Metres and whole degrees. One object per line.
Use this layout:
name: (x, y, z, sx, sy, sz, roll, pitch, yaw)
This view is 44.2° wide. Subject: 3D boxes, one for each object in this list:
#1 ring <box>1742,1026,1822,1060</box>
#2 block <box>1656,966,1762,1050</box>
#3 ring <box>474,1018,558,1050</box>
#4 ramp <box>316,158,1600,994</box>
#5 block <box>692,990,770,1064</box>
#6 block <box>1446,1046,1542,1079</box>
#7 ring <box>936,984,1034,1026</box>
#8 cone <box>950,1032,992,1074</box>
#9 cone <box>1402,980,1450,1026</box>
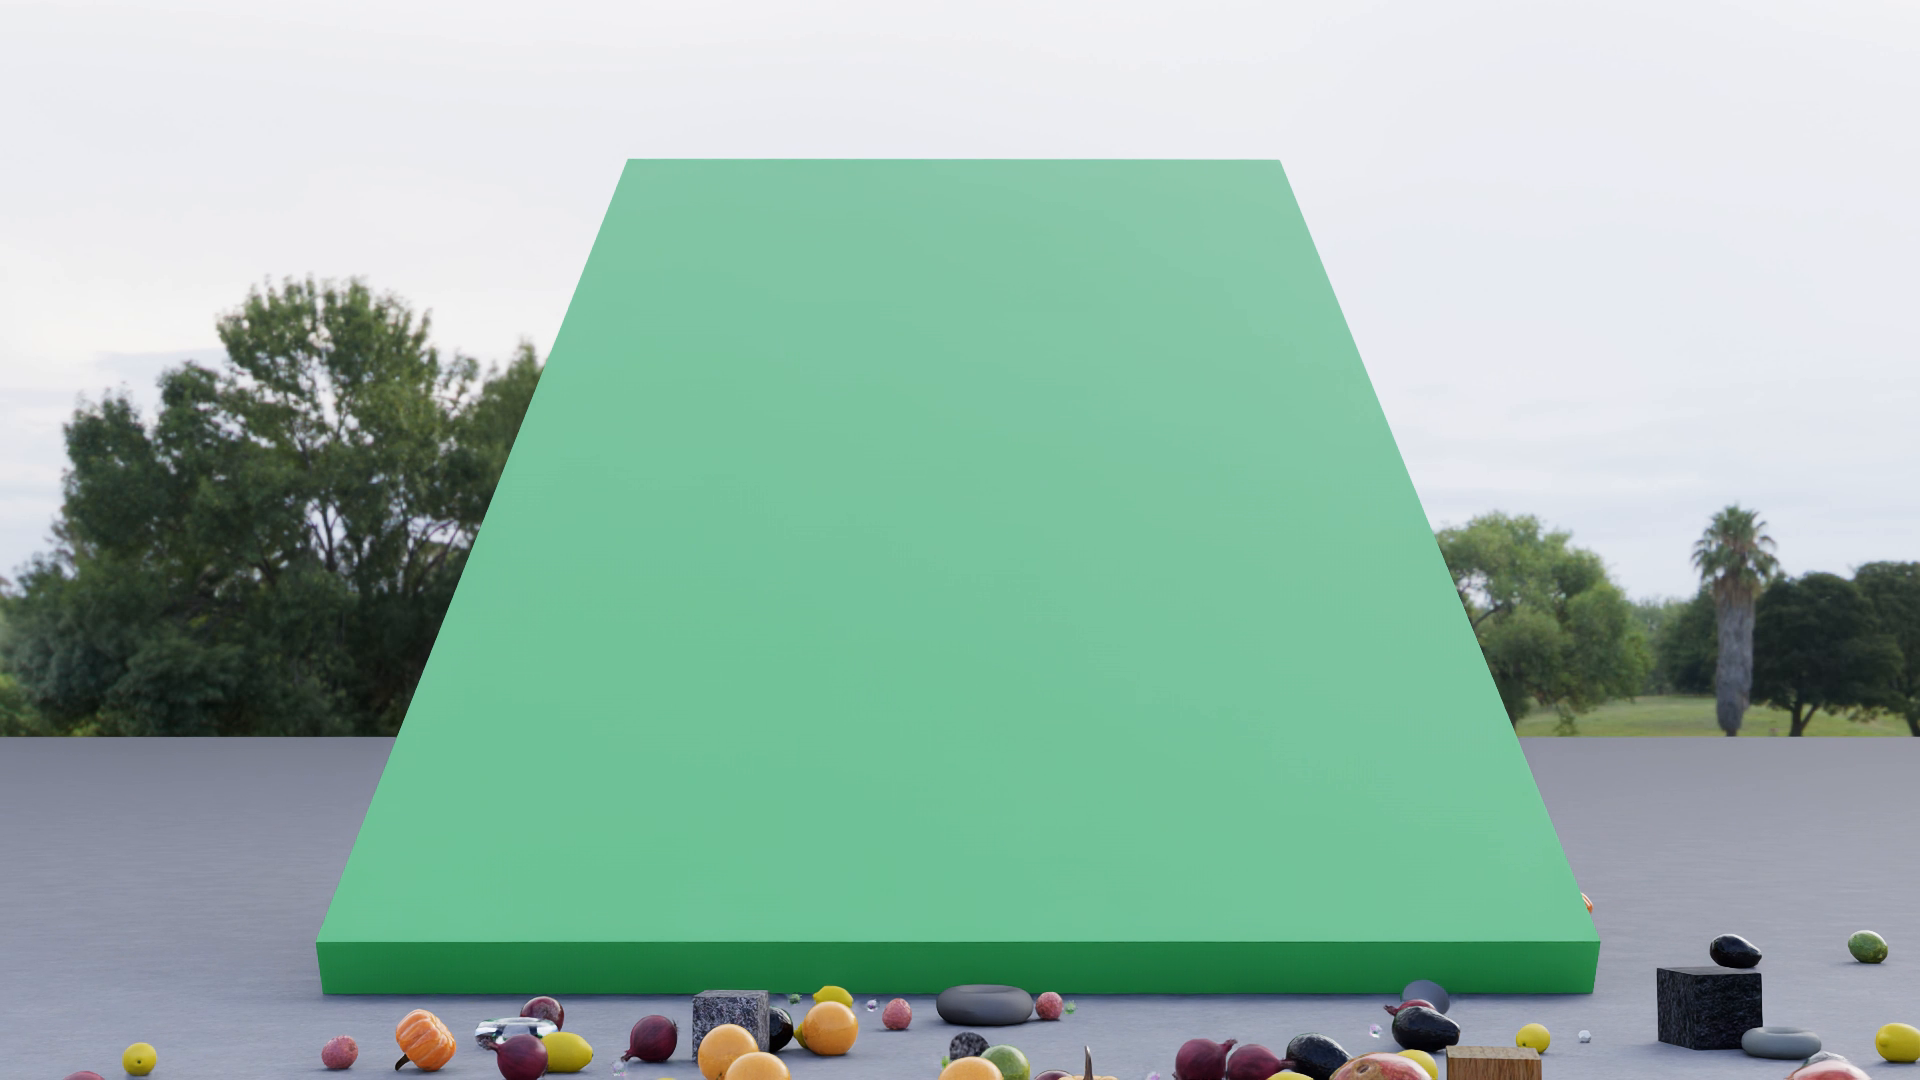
ring: (1.046, 0.641, 3.014, 0.097, 0.032, 0.097, -1, -4, 0)
block: (0.989, 0.617, 3.124, 0.097, 0.097, 0.097, 1, -5, -13)
ring: (-0.580, 0.645, 3.092, 0.108, 0.036, 0.108, 0, -6, 0)
ramp: (-0.010, -0.227, 5.491, 2.000, 0.100, 4.000, 0, 27, 0)
block: (-0.288, 0.613, 2.980, 0.082, 0.082, 0.082, 0, -5, 5)
block: (0.537, 0.561, 2.380, 0.090, 0.090, 0.090, -1, -5, 10)
ring: (0.035, 0.663, 3.371, 0.139, 0.046, 0.139, 1, -3, 0)
cone: (0.005, 0.634, 2.884, 0.053, 0.053, 0.053, 2, -32, -19)
cone: (0.653, 0.668, 3.339, 0.067, 0.067, 0.067, -2, 22, 21)
